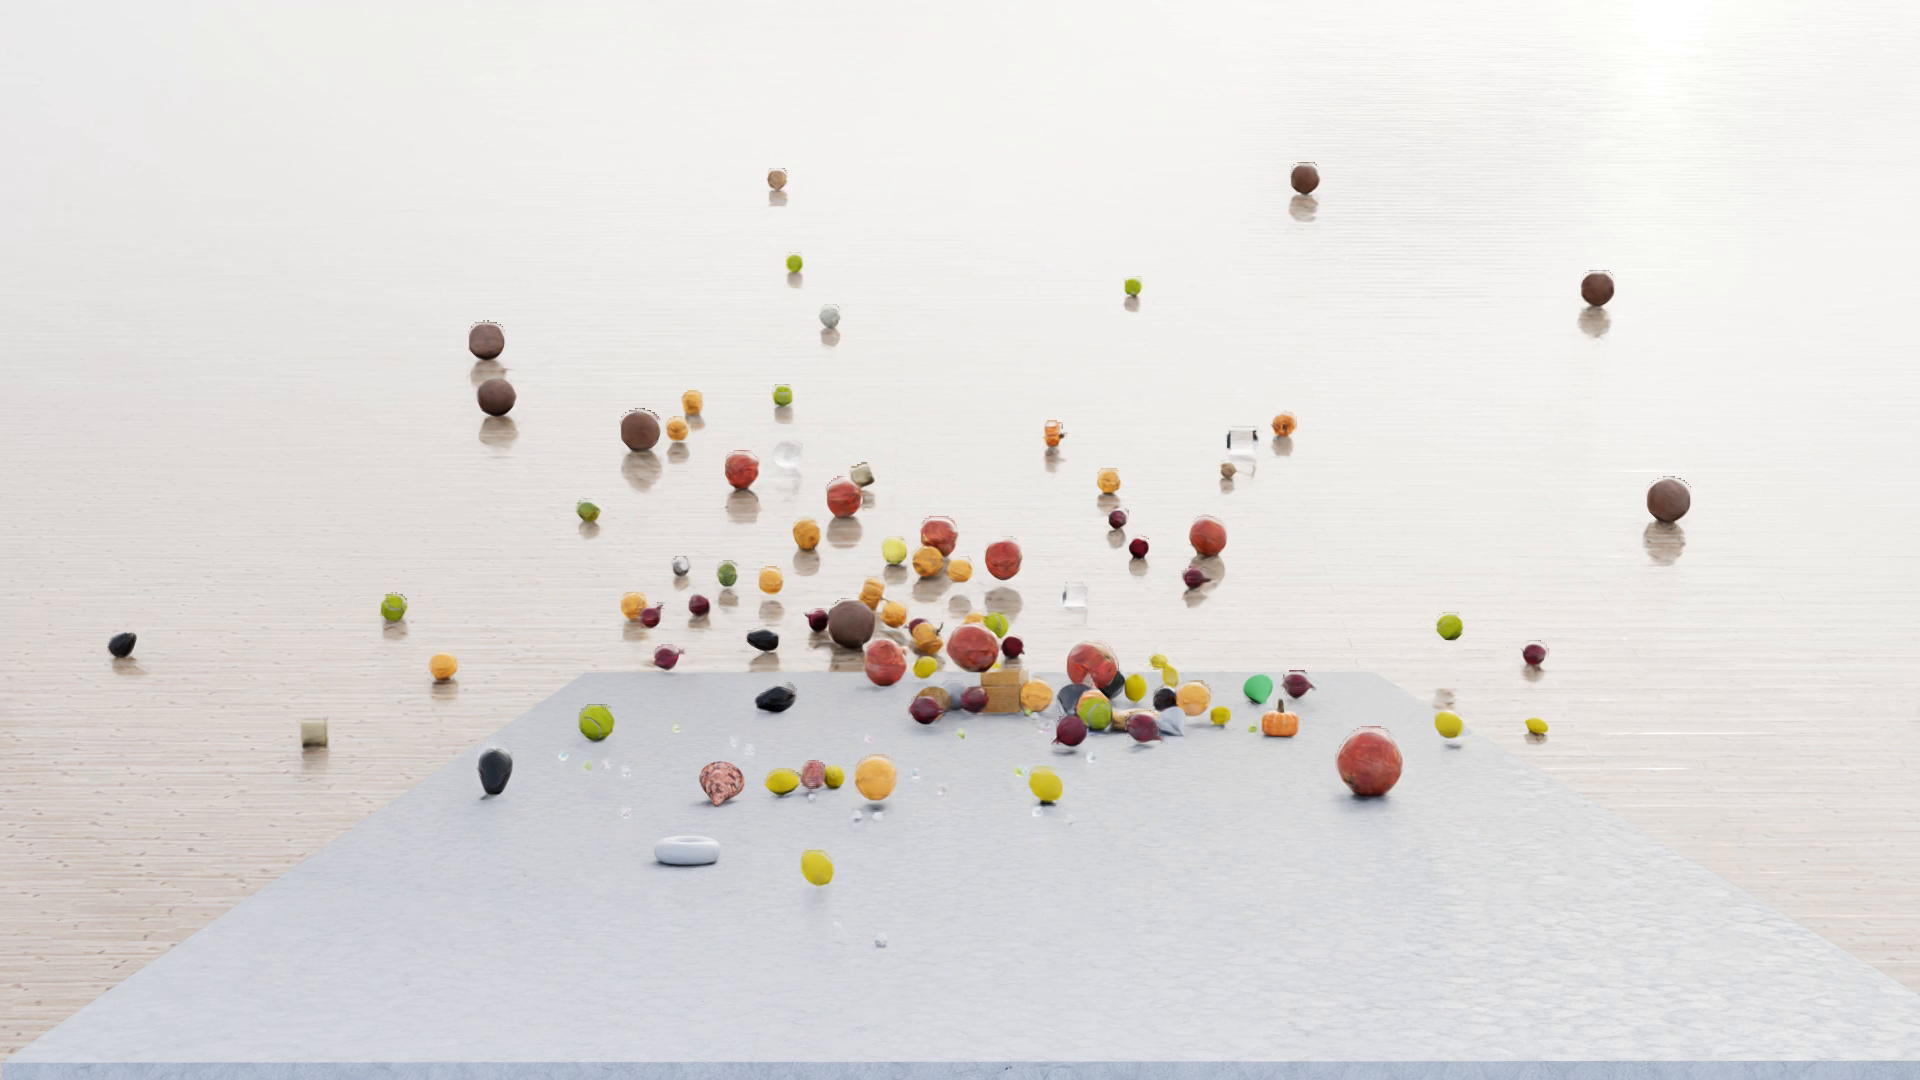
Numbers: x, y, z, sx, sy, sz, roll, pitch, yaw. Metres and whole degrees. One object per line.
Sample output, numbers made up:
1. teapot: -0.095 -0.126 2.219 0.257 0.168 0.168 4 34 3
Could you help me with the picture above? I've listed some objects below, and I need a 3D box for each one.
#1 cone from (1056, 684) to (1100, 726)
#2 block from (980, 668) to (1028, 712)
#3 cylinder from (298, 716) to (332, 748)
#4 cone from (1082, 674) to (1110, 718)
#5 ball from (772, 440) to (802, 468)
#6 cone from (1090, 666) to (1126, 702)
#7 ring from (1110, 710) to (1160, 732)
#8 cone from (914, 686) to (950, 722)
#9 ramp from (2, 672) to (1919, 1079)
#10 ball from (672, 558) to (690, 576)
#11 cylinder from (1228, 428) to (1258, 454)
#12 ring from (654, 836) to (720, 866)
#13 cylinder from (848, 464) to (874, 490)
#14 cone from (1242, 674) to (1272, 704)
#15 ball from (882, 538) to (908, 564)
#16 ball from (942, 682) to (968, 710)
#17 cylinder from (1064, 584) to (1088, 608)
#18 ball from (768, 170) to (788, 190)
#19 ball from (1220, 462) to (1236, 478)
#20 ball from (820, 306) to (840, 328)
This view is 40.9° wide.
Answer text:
1. cone: 0.242 0.365 5.388 0.094 0.094 0.094 4 30 9
2. block: 0.098 0.331 5.665 0.087 0.087 0.087 1 3 15
3. cylinder: -1.596 0.475 6.362 0.060 0.060 0.060 -28 29 -10
4. cone: 0.277 0.331 5.554 0.095 0.095 0.095 0 3 0
5. ball: -0.546 -0.271 8.106 0.092 0.092 0.092 0 23 0
6. cone: 0.326 0.347 5.824 0.090 0.090 0.090 3 29 7
7. ring: 0.364 0.372 5.301 0.114 0.038 0.114 -1 3 0
8. cone: -0.055 0.366 5.462 0.079 0.079 0.079 -2 29 -6
9. ramp: 0.052 0.475 4.536 2.000 0.100 4.000 0 3 0
10. ball: -0.794 0.076 7.329 0.050 0.050 0.050 0 23 0
11. cylinder: 0.901 -0.313 8.207 0.081 0.081 0.081 0 22 19
12. ring: -0.392 0.446 3.700 0.097 0.032 0.097 1 2 0
13. cylinder: -0.304 -0.194 7.938 0.063 0.063 0.063 -22 27 -10
14. cone: 0.679 0.352 5.799 0.070 0.070 0.070 -3 33 -6
15. ball: -0.188 0.031 7.404 0.075 0.075 0.075 0 23 0
16. ball: -0.013 0.343 5.645 0.065 0.065 0.065 0 23 0
17. cylinder: 0.321 0.155 7.126 0.060 0.060 0.060 4 23 13
18. ball: -0.797 -1.572 11.221 0.087 0.087 0.087 0 23 0
19. ball: 0.836 -0.220 8.036 0.050 0.050 0.050 0 23 0
20. ball: -0.477 -0.817 9.432 0.076 0.076 0.076 0 23 0
